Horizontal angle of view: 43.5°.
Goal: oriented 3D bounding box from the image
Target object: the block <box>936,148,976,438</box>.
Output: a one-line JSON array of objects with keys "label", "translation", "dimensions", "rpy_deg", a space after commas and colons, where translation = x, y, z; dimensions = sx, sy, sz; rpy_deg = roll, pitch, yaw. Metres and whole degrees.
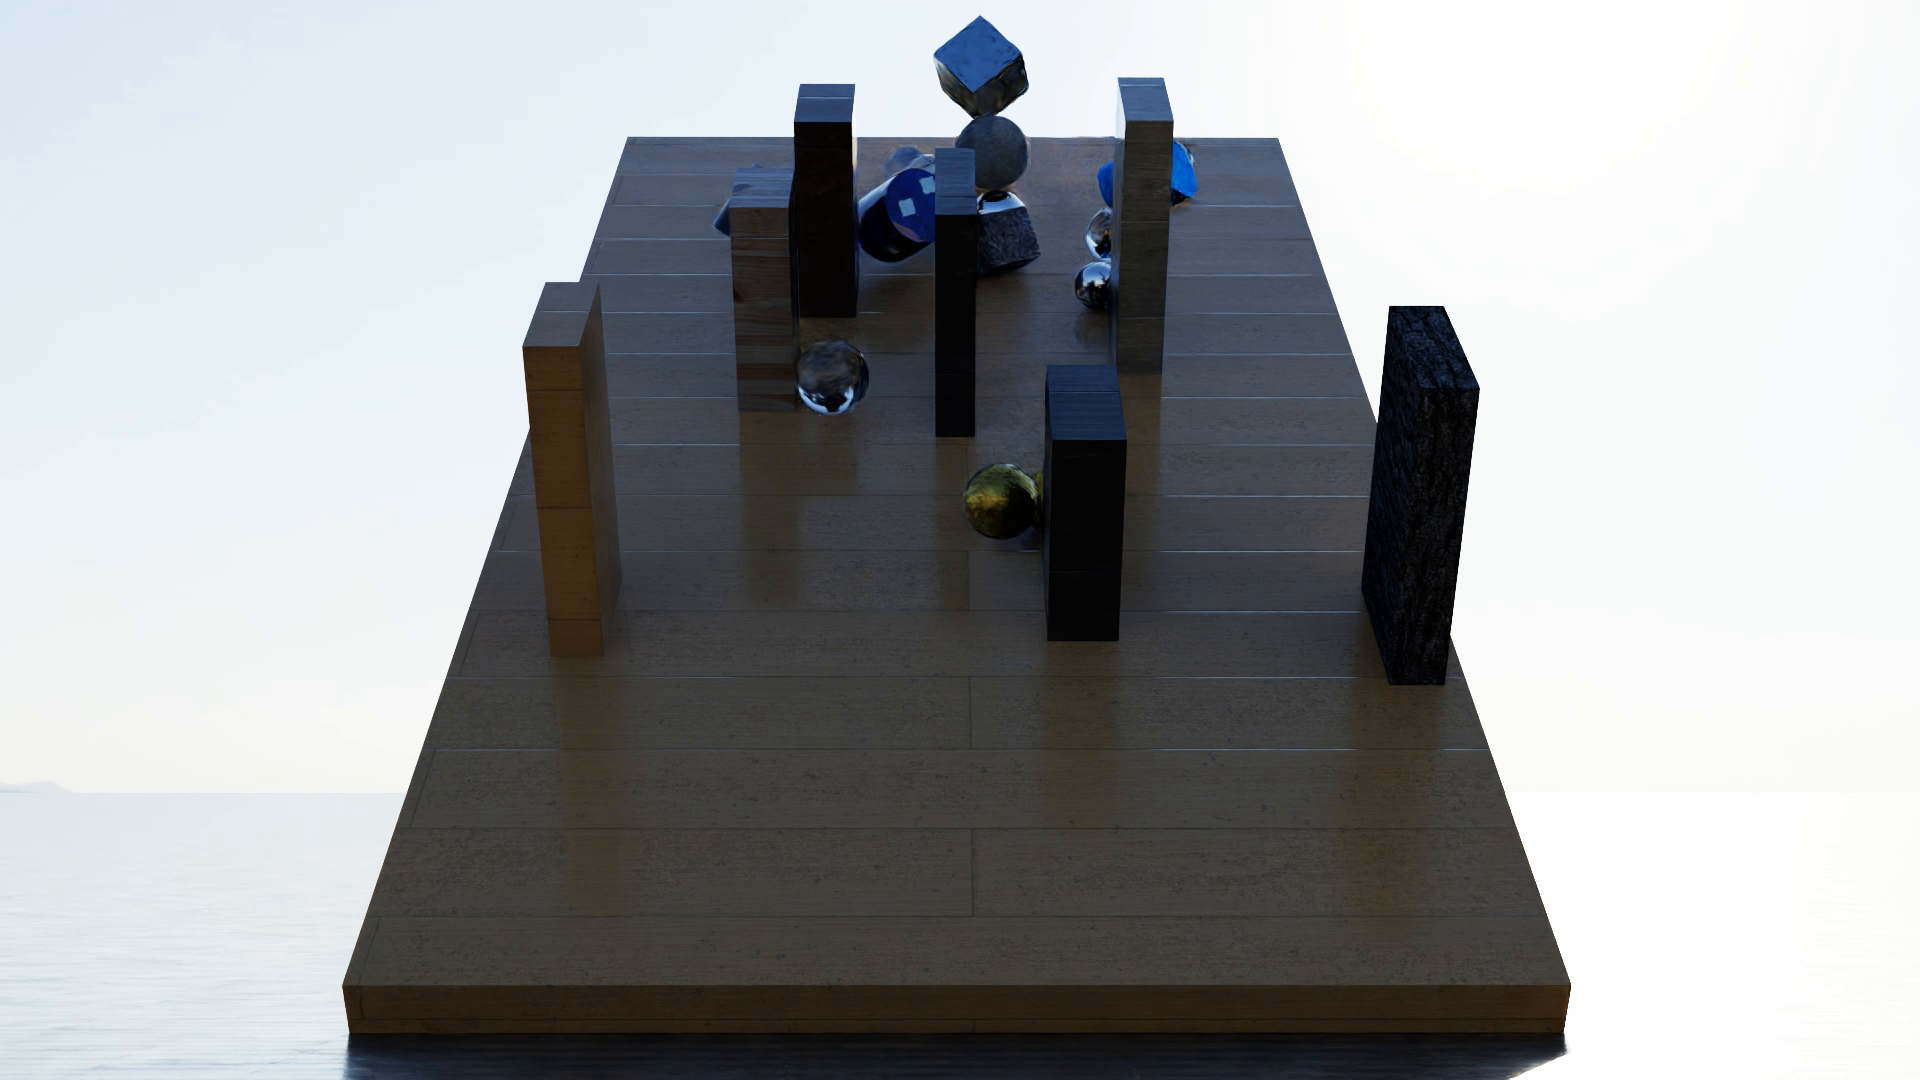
[{"label": "block", "translation": [-0.011, -0.586, 5.673], "dimensions": [0.092, 0.554, 0.427], "rpy_deg": [0, 29, 0]}]

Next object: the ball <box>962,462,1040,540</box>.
[{"label": "ball", "translation": [0.087, -0.082, 5.098], "dimensions": [0.163, 0.163, 0.163], "rpy_deg": [0, -6, 0]}]

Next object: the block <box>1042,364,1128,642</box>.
[{"label": "block", "translation": [0.247, -0.077, 4.872], "dimensions": [0.143, 0.454, 0.336], "rpy_deg": [0, 29, 0]}]

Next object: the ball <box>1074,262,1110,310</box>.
[{"label": "ball", "translation": [0.360, -0.659, 6.241], "dimensions": [0.126, 0.126, 0.126], "rpy_deg": [0, -6, 0]}]

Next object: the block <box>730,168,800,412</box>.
[{"label": "block", "translation": [-0.460, -0.595, 5.721], "dimensions": [0.134, 0.519, 0.257], "rpy_deg": [0, 29, 0]}]

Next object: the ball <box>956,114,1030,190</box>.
[{"label": "ball", "translation": [0.087, -1.057, 6.565], "dimensions": [0.203, 0.203, 0.203], "rpy_deg": [0, -6, 0]}]

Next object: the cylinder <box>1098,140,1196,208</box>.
[{"label": "cylinder", "translation": [0.521, -0.999, 6.693], "dimensions": [0.195, 0.195, 0.195], "rpy_deg": [-27, -20, 33]}]

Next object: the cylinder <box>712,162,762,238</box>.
[{"label": "cylinder", "translation": [-0.524, -0.871, 6.445], "dimensions": [0.204, 0.204, 0.204], "rpy_deg": [34, 3, -2]}]

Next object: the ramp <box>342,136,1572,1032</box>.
[{"label": "ramp", "translation": [-0.013, -0.214, 5.679], "dimensions": [2.000, 0.100, 4.000], "rpy_deg": [0, 29, 0]}]

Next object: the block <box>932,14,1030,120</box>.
[{"label": "block", "translation": [0.061, -1.330, 6.830], "dimensions": [0.182, 0.182, 0.182], "rpy_deg": [-40, -22, -9]}]

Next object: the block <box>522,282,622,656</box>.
[{"label": "block", "translation": [-0.760, -0.138, 4.748], "dimensions": [0.105, 0.676, 0.301], "rpy_deg": [0, 29, 0]}]

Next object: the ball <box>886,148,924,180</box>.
[{"label": "ball", "translation": [-0.152, -1.070, 6.963], "dimensions": [0.129, 0.129, 0.129], "rpy_deg": [0, -6, 0]}]

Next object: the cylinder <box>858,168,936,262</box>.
[{"label": "cylinder", "translation": [-0.151, -0.861, 6.397], "dimensions": [0.201, 0.201, 0.201], "rpy_deg": [3, -11, -27]}]

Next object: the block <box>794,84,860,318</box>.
[{"label": "block", "translation": [-0.341, -0.877, 6.213], "dimensions": [0.145, 0.528, 0.293], "rpy_deg": [0, 29, 0]}]

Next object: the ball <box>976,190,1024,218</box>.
[{"label": "ball", "translation": [0.104, -0.874, 6.581], "dimensions": [0.165, 0.165, 0.165], "rpy_deg": [0, -6, 0]}]

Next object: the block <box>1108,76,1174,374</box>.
[{"label": "block", "translation": [0.441, -0.770, 5.903], "dimensions": [0.114, 0.652, 0.314], "rpy_deg": [0, 29, 0]}]

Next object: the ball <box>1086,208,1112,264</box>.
[{"label": "ball", "translation": [0.404, -0.796, 6.301], "dimensions": [0.151, 0.151, 0.151], "rpy_deg": [0, -6, 0]}]

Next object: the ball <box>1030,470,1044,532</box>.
[{"label": "ball", "translation": [0.198, -0.083, 5.203], "dimensions": [0.140, 0.140, 0.140], "rpy_deg": [0, -6, 0]}]

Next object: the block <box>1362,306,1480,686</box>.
[{"label": "block", "translation": [0.893, -0.088, 4.703], "dimensions": [0.108, 0.643, 0.372], "rpy_deg": [0, 29, 0]}]

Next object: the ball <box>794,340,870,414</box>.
[{"label": "ball", "translation": [-0.304, -0.386, 5.698], "dimensions": [0.178, 0.178, 0.178], "rpy_deg": [0, -6, 0]}]

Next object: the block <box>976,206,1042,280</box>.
[{"label": "block", "translation": [0.105, -0.789, 6.398], "dimensions": [0.141, 0.141, 0.141], "rpy_deg": [-16, -3, -26]}]

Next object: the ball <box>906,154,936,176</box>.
[{"label": "ball", "translation": [-0.077, -0.967, 6.557], "dimensions": [0.167, 0.167, 0.167], "rpy_deg": [0, -6, 0]}]

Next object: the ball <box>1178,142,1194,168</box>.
[{"label": "ball", "translation": [0.629, -1.107, 7.049], "dimensions": [0.114, 0.114, 0.114], "rpy_deg": [0, -6, 0]}]
